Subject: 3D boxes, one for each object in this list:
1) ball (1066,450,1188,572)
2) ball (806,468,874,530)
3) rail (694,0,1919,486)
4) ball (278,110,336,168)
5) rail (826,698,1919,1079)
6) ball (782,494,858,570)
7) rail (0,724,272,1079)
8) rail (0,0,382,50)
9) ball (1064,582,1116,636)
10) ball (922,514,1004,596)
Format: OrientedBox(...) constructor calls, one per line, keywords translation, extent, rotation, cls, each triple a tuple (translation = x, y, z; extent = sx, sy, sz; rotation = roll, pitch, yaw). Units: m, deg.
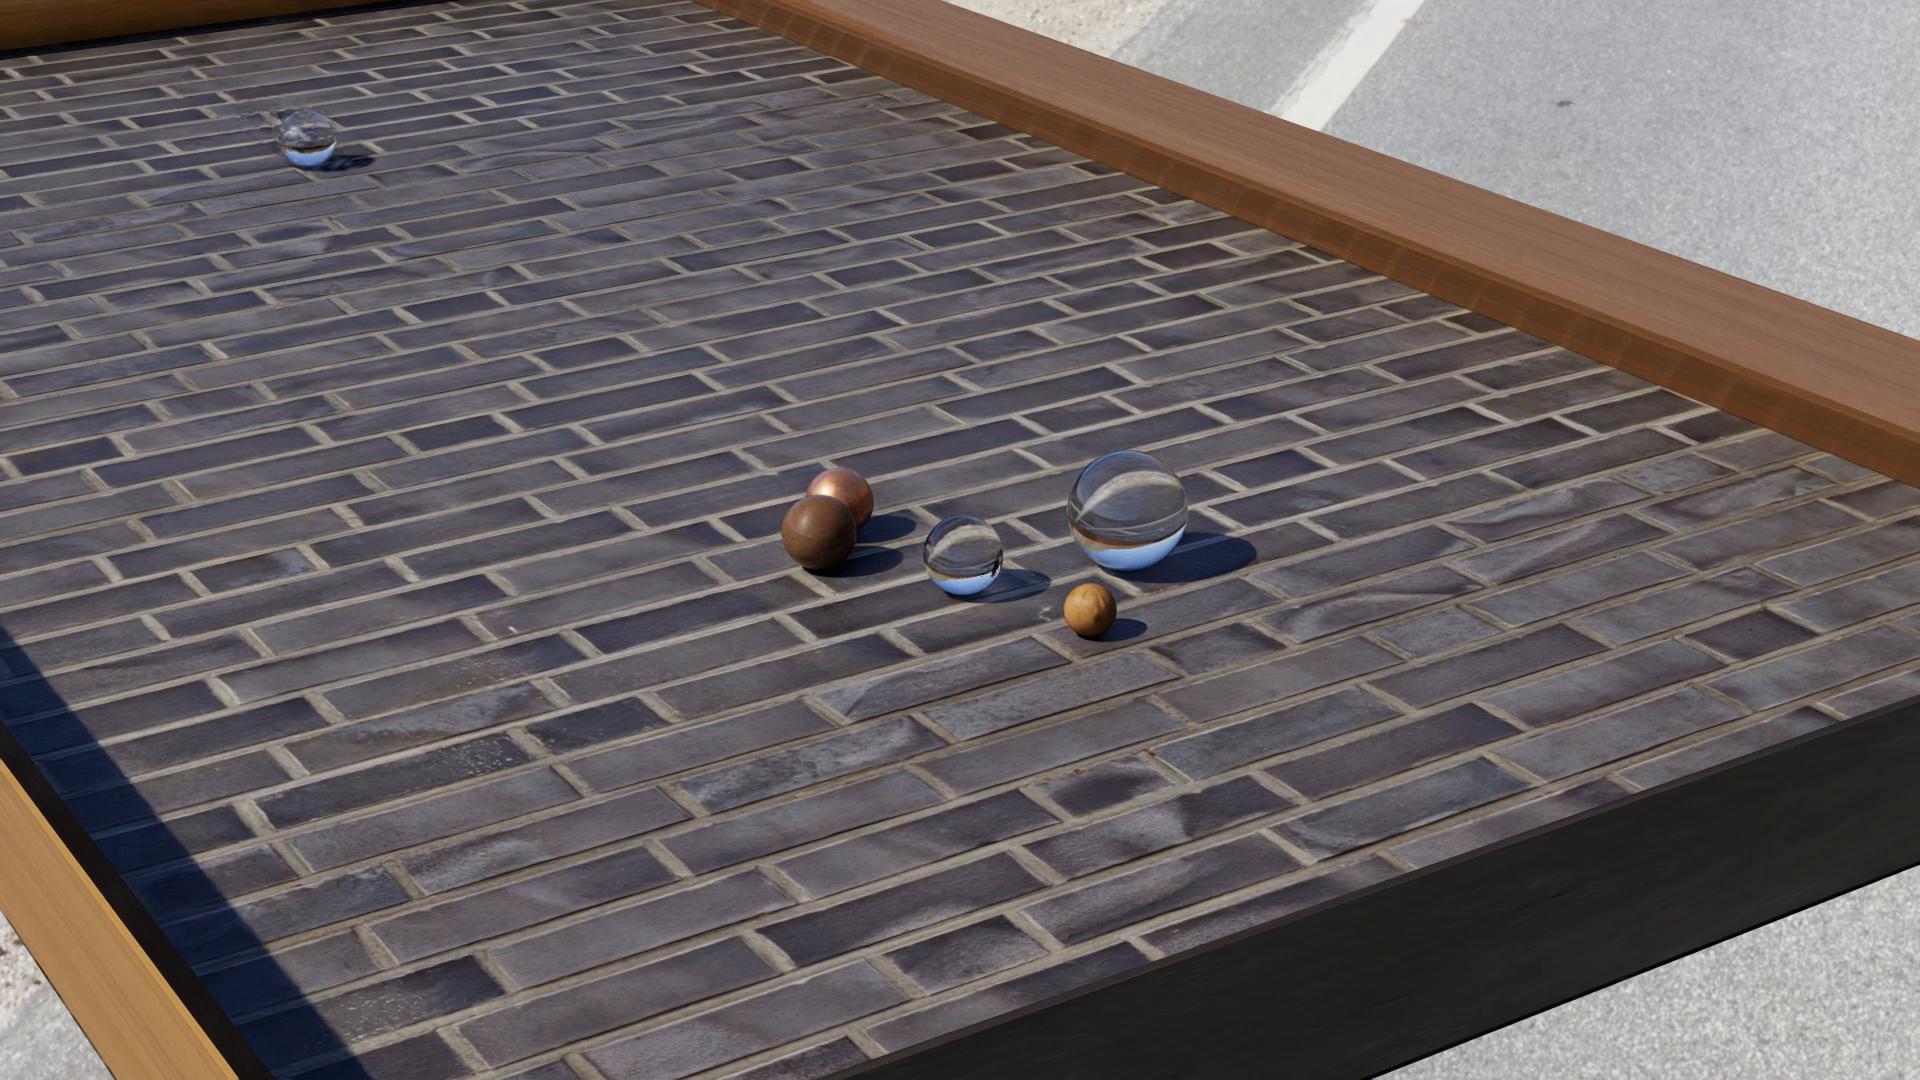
OrientedBox(translation=(0.134, -0.024, 2.348), extent=(0.097, 0.097, 0.097), rotation=(0, 23, 0), cls="ball")
OrientedBox(translation=(-0.099, -0.031, 2.417), extent=(0.057, 0.057, 0.057), rotation=(0, 23, 0), cls="ball")
OrientedBox(translation=(0.255, -0.433, 3.274), extent=(0.045, 0.126, 2.926), rotation=(-14, 27, -30), cls="rail")
OrientedBox(translation=(-0.763, -0.469, 3.437), extent=(0.067, 0.067, 0.067), rotation=(0, 23, 0), cls="ball")
OrientedBox(translation=(0.382, 0.203, 1.775), extent=(1.592, 0.126, 0.045), rotation=(-14, 27, -30), cls="rail")
OrientedBox(translation=(-0.113, -0.006, 2.354), extent=(0.061, 0.061, 0.061), rotation=(0, 23, 0), cls="ball")
OrientedBox(translation=(-1.045, -0.107, 2.506), extent=(0.045, 0.126, 2.926), rotation=(-14, 27, -30), cls="rail")
OrientedBox(translation=(-1.172, -0.743, 4.005), extent=(1.592, 0.126, 0.045), rotation=(-14, 27, -30), cls="rail")
OrientedBox(translation=(0.099, 0.053, 2.240), extent=(0.041, 0.041, 0.041), rotation=(0, 23, 0), cls="ball")
OrientedBox(translation=(0.003, 0.012, 2.308), extent=(0.063, 0.063, 0.063), rotation=(0, 23, 0), cls="ball")
